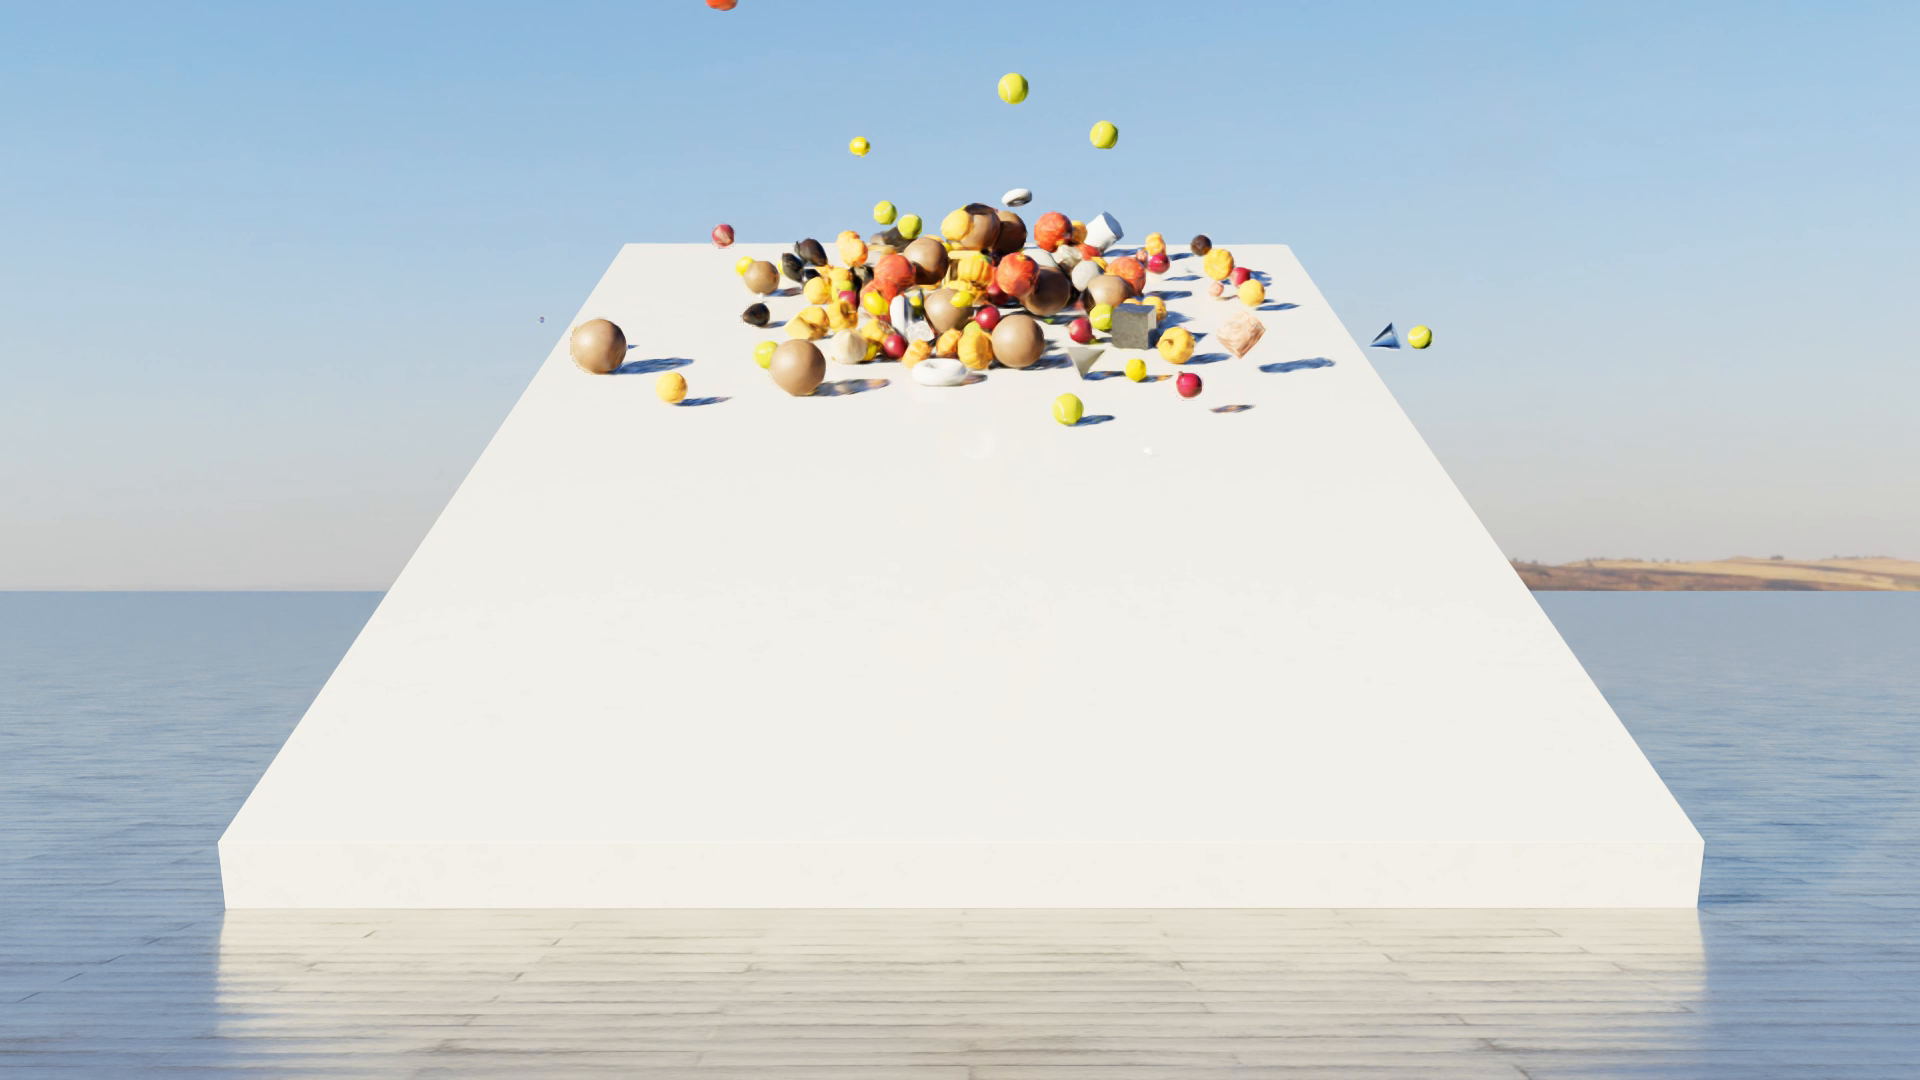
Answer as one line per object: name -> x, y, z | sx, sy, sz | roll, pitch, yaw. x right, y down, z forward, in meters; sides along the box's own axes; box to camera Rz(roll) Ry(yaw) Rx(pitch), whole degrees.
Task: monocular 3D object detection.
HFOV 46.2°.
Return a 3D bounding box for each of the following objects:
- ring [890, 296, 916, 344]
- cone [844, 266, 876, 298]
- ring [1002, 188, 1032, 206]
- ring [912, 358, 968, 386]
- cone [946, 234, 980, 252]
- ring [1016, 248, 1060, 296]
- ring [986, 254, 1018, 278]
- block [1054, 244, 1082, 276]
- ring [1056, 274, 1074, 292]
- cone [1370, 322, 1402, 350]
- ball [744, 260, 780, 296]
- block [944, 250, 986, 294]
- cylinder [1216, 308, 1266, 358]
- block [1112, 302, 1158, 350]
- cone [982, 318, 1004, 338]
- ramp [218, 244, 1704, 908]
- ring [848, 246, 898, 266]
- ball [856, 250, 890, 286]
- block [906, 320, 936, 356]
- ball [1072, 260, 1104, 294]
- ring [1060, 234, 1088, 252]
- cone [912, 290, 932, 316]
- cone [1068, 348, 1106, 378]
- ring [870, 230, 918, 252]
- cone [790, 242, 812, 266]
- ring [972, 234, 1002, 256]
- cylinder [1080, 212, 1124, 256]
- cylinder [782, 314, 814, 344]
ring -> -0.140, -0.548, 5.616 | 0.041, 0.124, 0.124 | -11, -4, 13
cone -> -0.268, -0.685, 6.137 | 0.090, 0.090, 0.090 | -5, -44, -5
ring -> 0.161, -0.955, 6.282 | 0.086, 0.029, 0.086 | -12, -12, -3
ring -> -0.047, -0.393, 5.284 | 0.131, 0.044, 0.131 | -1, 20, 0
cone -> 0.025, -0.876, 6.583 | 0.093, 0.093, 0.093 | -35, 15, -24
ring -> 0.212, -0.726, 6.105 | 0.139, 0.139, 0.046 | -1, 32, 44
ring -> 0.109, -0.777, 6.395 | 0.141, 0.047, 0.141 | 0, 21, 0
block -> 0.295, -0.764, 6.161 | 0.058, 0.058, 0.058 | 12, 36, -18
ring -> 0.258, -0.730, 6.215 | 0.135, 0.045, 0.135 | 2, 39, -1
cone -> 1.054, -0.496, 5.612 | 0.072, 0.072, 0.072 | -20, -8, 19
ball -> -0.539, -0.713, 6.128 | 0.097, 0.097, 0.097 | 0, -1, 0
block -> 0.012, -0.736, 6.192 | 0.097, 0.097, 0.097 | -5, 19, -11
cylinder -> 0.663, -0.489, 5.317 | 0.085, 0.085, 0.085 | 43, -1, 1
block -> 0.435, -0.533, 5.616 | 0.093, 0.093, 0.093 | 6, 20, 16
cone -> 0.089, -0.538, 5.654 | 0.055, 0.055, 0.055 | -16, 3, -16
ramp -> -0.004, -0.197, 4.936 | 2.000, 0.100, 4.000 | 0, 19, 0
ring -> -0.251, -0.819, 6.512 | 0.146, 0.049, 0.146 | -1, 18, 0
ball -> -0.244, -0.757, 6.257 | 0.097, 0.097, 0.097 | 0, -1, 0
block -> -0.095, -0.488, 5.449 | 0.054, 0.054, 0.054 | -26, -19, -7
ball -> 0.339, -0.697, 5.962 | 0.088, 0.088, 0.088 | 0, -1, 0
ring -> 0.352, -0.889, 6.739 | 0.106, 0.035, 0.106 | -1, 19, 0
cone -> -0.104, -0.629, 5.934 | 0.066, 0.066, 0.066 | 0, 19, 0
cone -> 0.307, -0.433, 5.296 | 0.083, 0.083, 0.083 | -24, -2, 1
ring -> -0.197, -0.891, 6.721 | 0.148, 0.049, 0.148 | -1, 19, 0
cone -> -0.466, -0.833, 6.507 | 0.067, 0.067, 0.067 | -10, 18, 3
ring -> 0.054, -0.875, 6.676 | 0.148, 0.049, 0.148 | -1, 19, 0
cylinder -> 0.416, -0.901, 6.626 | 0.093, 0.093, 0.093 | -35, -19, 28
cylinder -> -0.390, -0.509, 5.423 | 0.052, 0.052, 0.052 | 44, -18, -18
